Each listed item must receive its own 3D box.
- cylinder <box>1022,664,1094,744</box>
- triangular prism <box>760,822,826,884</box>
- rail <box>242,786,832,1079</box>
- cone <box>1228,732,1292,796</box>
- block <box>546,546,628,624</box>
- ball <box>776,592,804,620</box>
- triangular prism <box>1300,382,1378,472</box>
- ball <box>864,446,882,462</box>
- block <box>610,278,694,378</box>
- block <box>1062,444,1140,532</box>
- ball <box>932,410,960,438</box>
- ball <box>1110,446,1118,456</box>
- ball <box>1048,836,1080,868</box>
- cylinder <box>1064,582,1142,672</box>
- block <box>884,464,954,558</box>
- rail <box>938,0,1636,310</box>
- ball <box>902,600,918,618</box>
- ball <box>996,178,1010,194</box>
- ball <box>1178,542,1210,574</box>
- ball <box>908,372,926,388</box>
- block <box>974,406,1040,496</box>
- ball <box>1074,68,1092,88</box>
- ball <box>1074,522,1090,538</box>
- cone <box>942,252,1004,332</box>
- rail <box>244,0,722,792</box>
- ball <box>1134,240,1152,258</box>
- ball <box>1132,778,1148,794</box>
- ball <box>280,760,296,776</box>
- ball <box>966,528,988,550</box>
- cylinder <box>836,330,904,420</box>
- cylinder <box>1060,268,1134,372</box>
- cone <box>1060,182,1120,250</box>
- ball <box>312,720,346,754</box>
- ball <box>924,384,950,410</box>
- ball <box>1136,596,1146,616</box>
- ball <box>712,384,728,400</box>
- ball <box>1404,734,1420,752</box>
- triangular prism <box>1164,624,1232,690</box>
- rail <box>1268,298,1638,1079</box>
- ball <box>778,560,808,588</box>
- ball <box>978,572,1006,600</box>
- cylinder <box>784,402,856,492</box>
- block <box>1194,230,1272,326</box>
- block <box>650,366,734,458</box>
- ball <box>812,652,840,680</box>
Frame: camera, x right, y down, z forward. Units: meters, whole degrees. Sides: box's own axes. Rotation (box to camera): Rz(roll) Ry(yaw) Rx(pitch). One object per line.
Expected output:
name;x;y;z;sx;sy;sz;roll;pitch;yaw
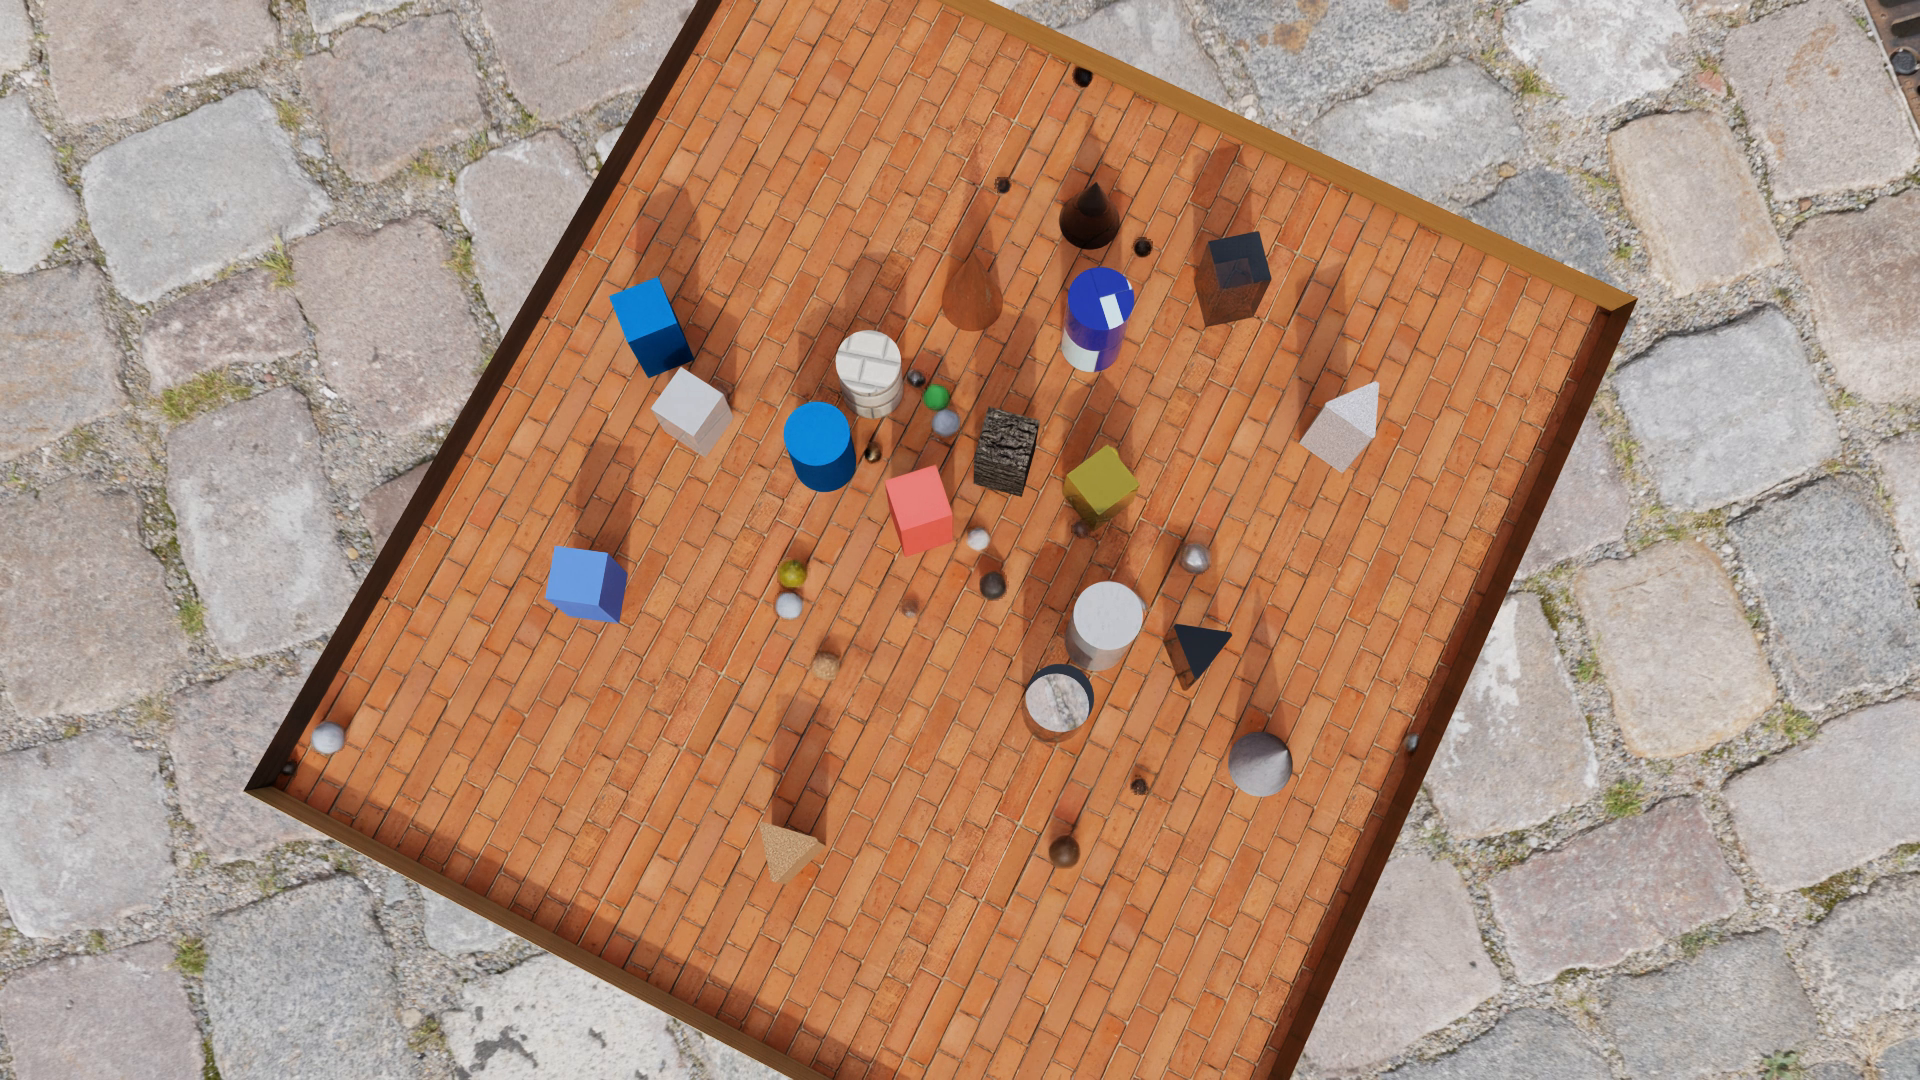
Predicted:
cylinder;0.283;0.480;5.346;0.194;0.335;0.194;0;78;0
triangular prism;-0.508;0.874;5.268;0.168;0.328;0.145;-43;81;-8
rail;-0.709;1.396;5.263;3.063;0.126;0.045;26;80;5
cone;0.898;0.623;5.253;0.194;0.460;0.194;0;78;0
block;-1.101;0.135;5.422;0.155;0.326;0.155;8;78;2
ball;-0.516;0.200;5.533;0.083;0.083;0.083;0;78;0
triangular prism;1.160;-0.356;5.475;0.168;0.422;0.145;36;81;7
ball;-0.268;-0.265;5.644;0.054;0.054;0.054;0;78;0
block;-0.932;-0.641;5.563;0.155;0.363;0.155;-23;79;-5
block;0.423;-0.153;5.525;0.155;0.242;0.155;-37;81;-7
ball;-0.045;-0.360;5.647;0.085;0.085;0.085;0;78;0
ball;0.460;-0.259;5.641;0.057;0.057;0.057;0;78;0
ball;0.308;0.916;5.379;0.094;0.094;0.094;0;78;0
cylinder;0.413;0.256;5.333;0.194;0.452;0.194;0;78;0
block;-0.119;-0.082;5.436;0.155;0.386;0.155;-18;79;-4
rail;0.709;-1.382;5.837;3.063;0.126;0.045;26;80;5
ball;-0.151;0.210;5.547;0.052;0.052;0.052;0;78;0
ball;0.138;-1.126;5.826;0.046;0.046;0.046;0;78;0
ball;0.711;0.056;5.557;0.094;0.094;0.094;0;78;0
ball;-0.134;-0.499;5.694;0.050;0.050;0.050;0;78;0
block;0.137;-0.260;5.493;0.155;0.347;0.155;15;79;3
ball;0.396;-1.487;5.894;0.060;0.060;0.060;0;78;0
ball;0.372;-0.032;5.597;0.052;0.052;0.052;0;78;0
cone;0.039;-0.795;5.552;0.194;0.449;0.194;0;78;0
rail;-1.349;-0.654;5.687;0.045;0.126;3.219;26;80;5
ball;0.577;-0.918;5.777;0.057;0.057;0.057;0;78;0
ball;0.535;0.731;5.441;0.048;0.048;0.048;0;78;0
ball;-1.998;0.678;5.453;0.045;0.045;0.045;0;78;0
ball;0.054;-0.002;5.582;0.069;0.069;0.069;0;78;0
cylinder;-0.272;-0.500;5.571;0.194;0.291;0.194;0;78;0
cylinder;0.411;-0.661;5.540;0.194;0.418;0.194;0;78;0
cone;0.411;-1.046;5.673;0.194;0.314;0.194;0;78;0
ball;-1.876;0.586;5.446;0.097;0.097;0.097;0;78;0
ball;-0.070;-0.440;5.666;0.080;0.080;0.080;0;78;0
ball;0.531;0.204;5.540;0.067;0.067;0.067;0;78;0
ball;-0.747;-0.452;5.678;0.062;0.062;0.062;0;78;0
ball;1.351;0.605;5.465;0.052;0.052;0.052;0;78;0
triangular prism;0.673;0.318;5.402;0.145;0.291;0.168;38;81;7
rail;1.349;0.667;5.413;0.045;0.126;3.219;26;80;5
ball;-0.505;0.102;5.550;0.088;0.088;0.088;0;78;0
ball;0.099;0.138;5.545;0.084;0.084;0.084;0;78;0
cylinder;-0.417;-0.276;5.502;0.194;0.336;0.194;0;78;0
block;0.830;-0.794;5.602;0.155;0.349;0.155;-12;79;-2
block;-0.809;-0.384;5.563;0.155;0.261;0.155;33;80;6
ball;-0.400;0.378;5.495;0.084;0.084;0.084;0;78;0
